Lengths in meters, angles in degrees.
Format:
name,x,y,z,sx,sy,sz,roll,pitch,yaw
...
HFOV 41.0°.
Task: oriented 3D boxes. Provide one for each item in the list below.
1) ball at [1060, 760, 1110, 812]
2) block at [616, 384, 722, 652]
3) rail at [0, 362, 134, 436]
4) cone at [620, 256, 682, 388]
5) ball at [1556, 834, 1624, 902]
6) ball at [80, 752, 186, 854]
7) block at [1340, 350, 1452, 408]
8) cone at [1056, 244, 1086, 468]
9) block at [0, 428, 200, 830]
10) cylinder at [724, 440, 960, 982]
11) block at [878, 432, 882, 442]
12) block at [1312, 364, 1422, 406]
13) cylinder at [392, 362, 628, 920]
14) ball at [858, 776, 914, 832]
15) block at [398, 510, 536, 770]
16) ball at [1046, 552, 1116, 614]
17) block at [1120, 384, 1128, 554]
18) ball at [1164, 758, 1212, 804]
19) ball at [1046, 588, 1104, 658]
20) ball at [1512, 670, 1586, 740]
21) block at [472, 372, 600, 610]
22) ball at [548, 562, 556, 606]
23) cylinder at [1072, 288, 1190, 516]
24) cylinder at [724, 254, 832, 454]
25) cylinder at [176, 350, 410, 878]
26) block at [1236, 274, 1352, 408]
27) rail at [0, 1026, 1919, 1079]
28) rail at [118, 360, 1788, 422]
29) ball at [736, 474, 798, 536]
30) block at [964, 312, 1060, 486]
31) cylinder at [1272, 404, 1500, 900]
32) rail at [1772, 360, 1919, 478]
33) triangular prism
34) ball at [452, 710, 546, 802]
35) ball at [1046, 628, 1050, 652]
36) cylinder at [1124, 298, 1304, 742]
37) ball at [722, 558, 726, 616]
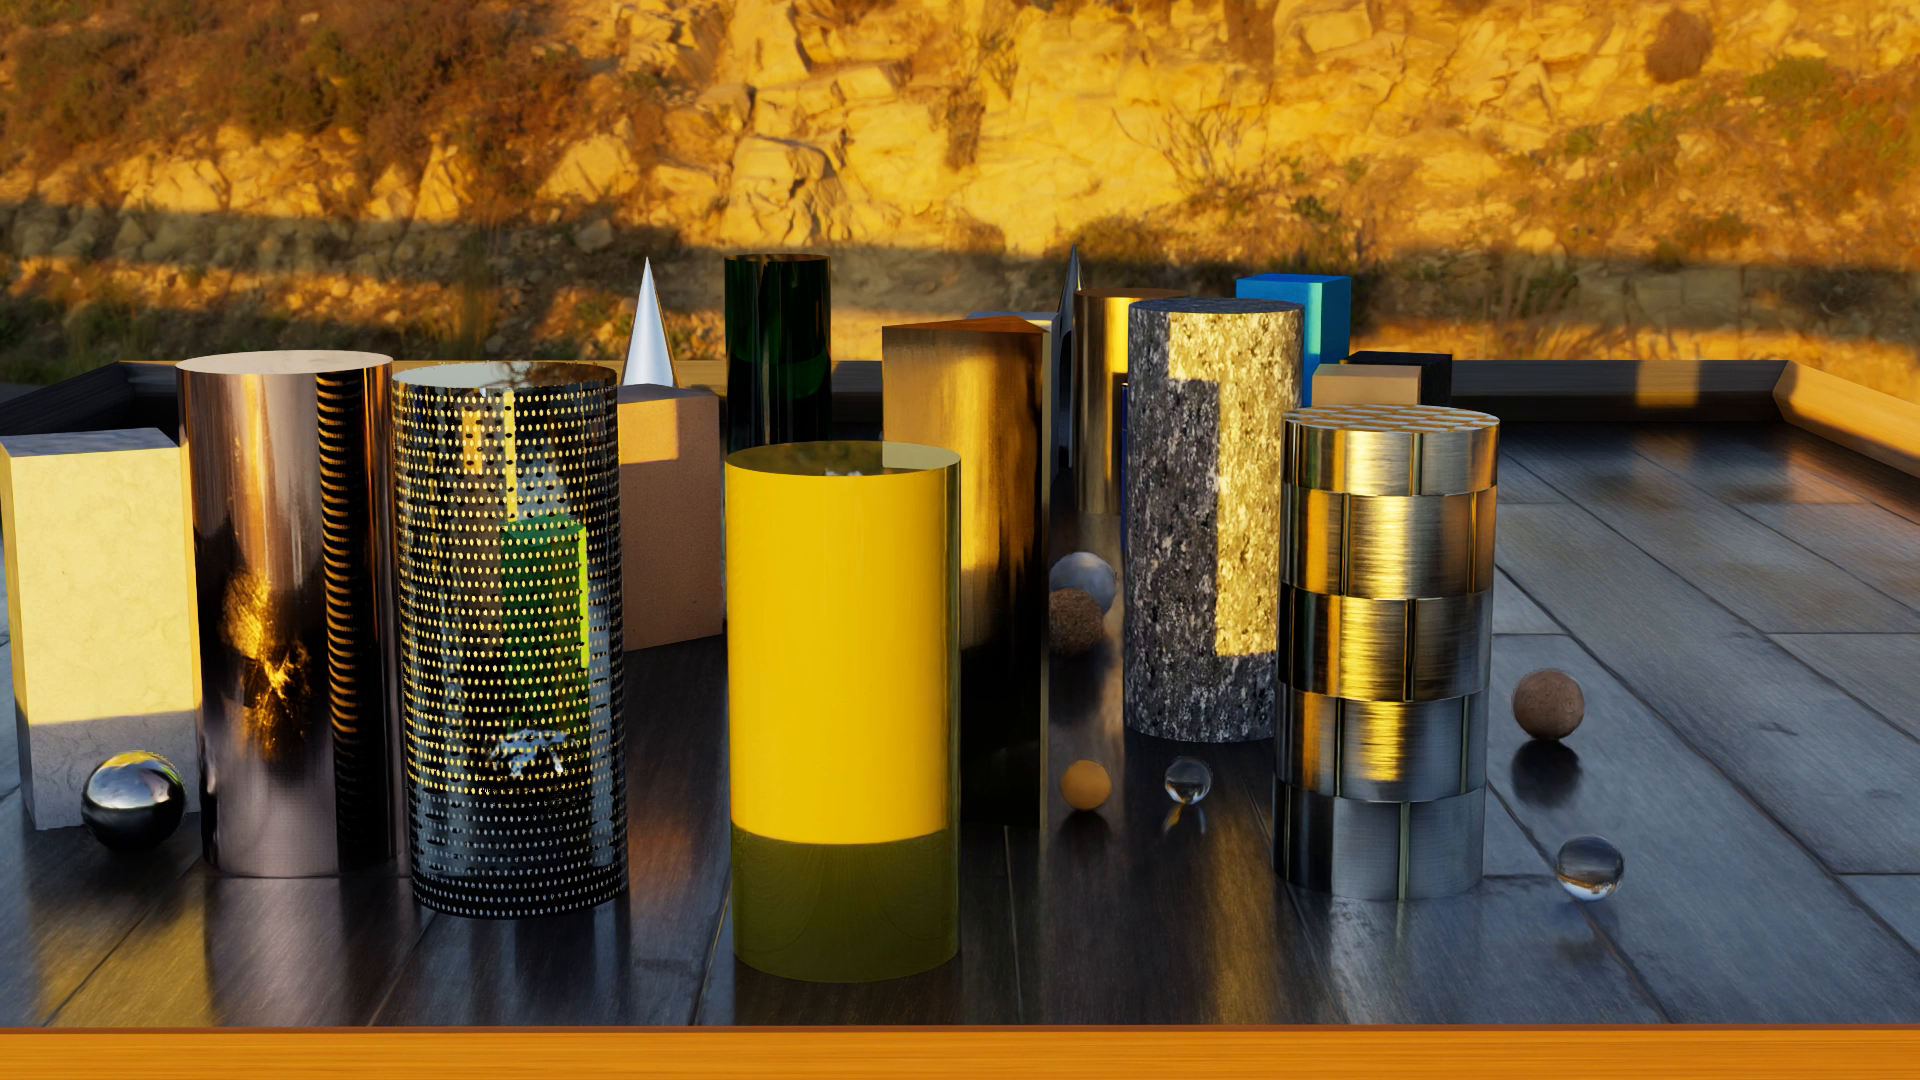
name,x,y,z,sx,sy,sz,roll,pitch,yaw
ball,0.123,0.242,2.528,0.050,0.050,0.050,0,11,0
block,-0.415,-0.033,3.293,0.153,0.312,0.153,-9,14,-41
rail,-1.689,0.034,3.440,0.045,0.125,3.695,0,11,0
cone,-0.532,-0.285,4.400,0.192,0.403,0.192,0,11,0
ball,0.554,0.288,2.257,0.059,0.059,0.059,0,11,0
ball,-0.771,0.245,2.394,0.094,0.094,0.094,0,11,0
block,0.712,-0.173,4.205,0.153,0.254,0.153,4,11,21
cone,0.209,-0.350,4.738,0.192,0.406,0.192,0,11,0
block,-0.851,0.083,2.533,0.153,0.362,0.153,-5,12,-25
cylinder,-0.095,0.136,2.114,0.192,0.411,0.192,0,11,0
block,-0.027,0.000,3.264,0.153,0.257,0.153,0,11,1
block,0.610,-0.120,3.864,0.153,0.273,0.153,2,11,12
cylinder,-0.394,0.083,2.261,0.192,0.461,0.192,0,11,0
ball,-0.071,0.254,2.458,0.054,0.054,0.054,0,11,0
block,-0.553,0.104,2.734,0.153,0.247,0.153,1,11,8
ball,0.161,0.062,3.383,0.092,0.092,0.092,0,11,0
block,0.340,-0.099,3.804,0.153,0.255,0.153,-4,11,-18
ball,0.226,0.240,2.553,0.046,0.046,0.046,0,11,0
ball,0.134,0.103,3.178,0.086,0.086,0.086,0,11,0
ball,0.641,0.180,2.790,0.077,0.077,0.077,0,11,0
block,-0.573,-0.068,3.503,0.153,0.304,0.153,-1,11,-3
ball,-0.499,0.056,3.403,0.096,0.096,0.096,0,11,0
cylinder,0.282,-0.231,4.237,0.192,0.355,0.192,0,11,0
cylinder,-0.329,-0.321,4.651,0.192,0.381,0.192,0,11,0
cylinder,-0.614,0.063,2.376,0.192,0.458,0.192,0,11,0
block,0.576,-0.274,4.453,0.153,0.361,0.153,5,12,27
rail,0.011,0.366,1.656,3.425,0.125,0.045,0,11,0
rail,-0.011,-0.301,5.242,3.425,0.125,0.045,0,11,0
ball,-0.300,-0.054,3.997,0.096,0.096,0.096,0,11,0
block,0.092,-0.252,4.535,0.153,0.288,0.153,1,11,7
cylinder,0.382,0.096,2.315,0.192,0.416,0.192,0,11,0
rail,1.689,0.030,3.459,0.045,0.125,3.695,0,11,0
triangular prism,0.028,0.025,2.524,0.166,0.479,0.144,4,11,20
ball,-0.460,0.216,2.559,0.091,0.091,0.091,0,11,0
ball,0.068,0.121,3.100,0.079,0.079,0.079,0,11,0
cylinder,0.279,-0.027,2.837,0.192,0.466,0.192,0,11,0
ball,-0.332,0.063,3.400,0.084,0.084,0.084,0,11,0
